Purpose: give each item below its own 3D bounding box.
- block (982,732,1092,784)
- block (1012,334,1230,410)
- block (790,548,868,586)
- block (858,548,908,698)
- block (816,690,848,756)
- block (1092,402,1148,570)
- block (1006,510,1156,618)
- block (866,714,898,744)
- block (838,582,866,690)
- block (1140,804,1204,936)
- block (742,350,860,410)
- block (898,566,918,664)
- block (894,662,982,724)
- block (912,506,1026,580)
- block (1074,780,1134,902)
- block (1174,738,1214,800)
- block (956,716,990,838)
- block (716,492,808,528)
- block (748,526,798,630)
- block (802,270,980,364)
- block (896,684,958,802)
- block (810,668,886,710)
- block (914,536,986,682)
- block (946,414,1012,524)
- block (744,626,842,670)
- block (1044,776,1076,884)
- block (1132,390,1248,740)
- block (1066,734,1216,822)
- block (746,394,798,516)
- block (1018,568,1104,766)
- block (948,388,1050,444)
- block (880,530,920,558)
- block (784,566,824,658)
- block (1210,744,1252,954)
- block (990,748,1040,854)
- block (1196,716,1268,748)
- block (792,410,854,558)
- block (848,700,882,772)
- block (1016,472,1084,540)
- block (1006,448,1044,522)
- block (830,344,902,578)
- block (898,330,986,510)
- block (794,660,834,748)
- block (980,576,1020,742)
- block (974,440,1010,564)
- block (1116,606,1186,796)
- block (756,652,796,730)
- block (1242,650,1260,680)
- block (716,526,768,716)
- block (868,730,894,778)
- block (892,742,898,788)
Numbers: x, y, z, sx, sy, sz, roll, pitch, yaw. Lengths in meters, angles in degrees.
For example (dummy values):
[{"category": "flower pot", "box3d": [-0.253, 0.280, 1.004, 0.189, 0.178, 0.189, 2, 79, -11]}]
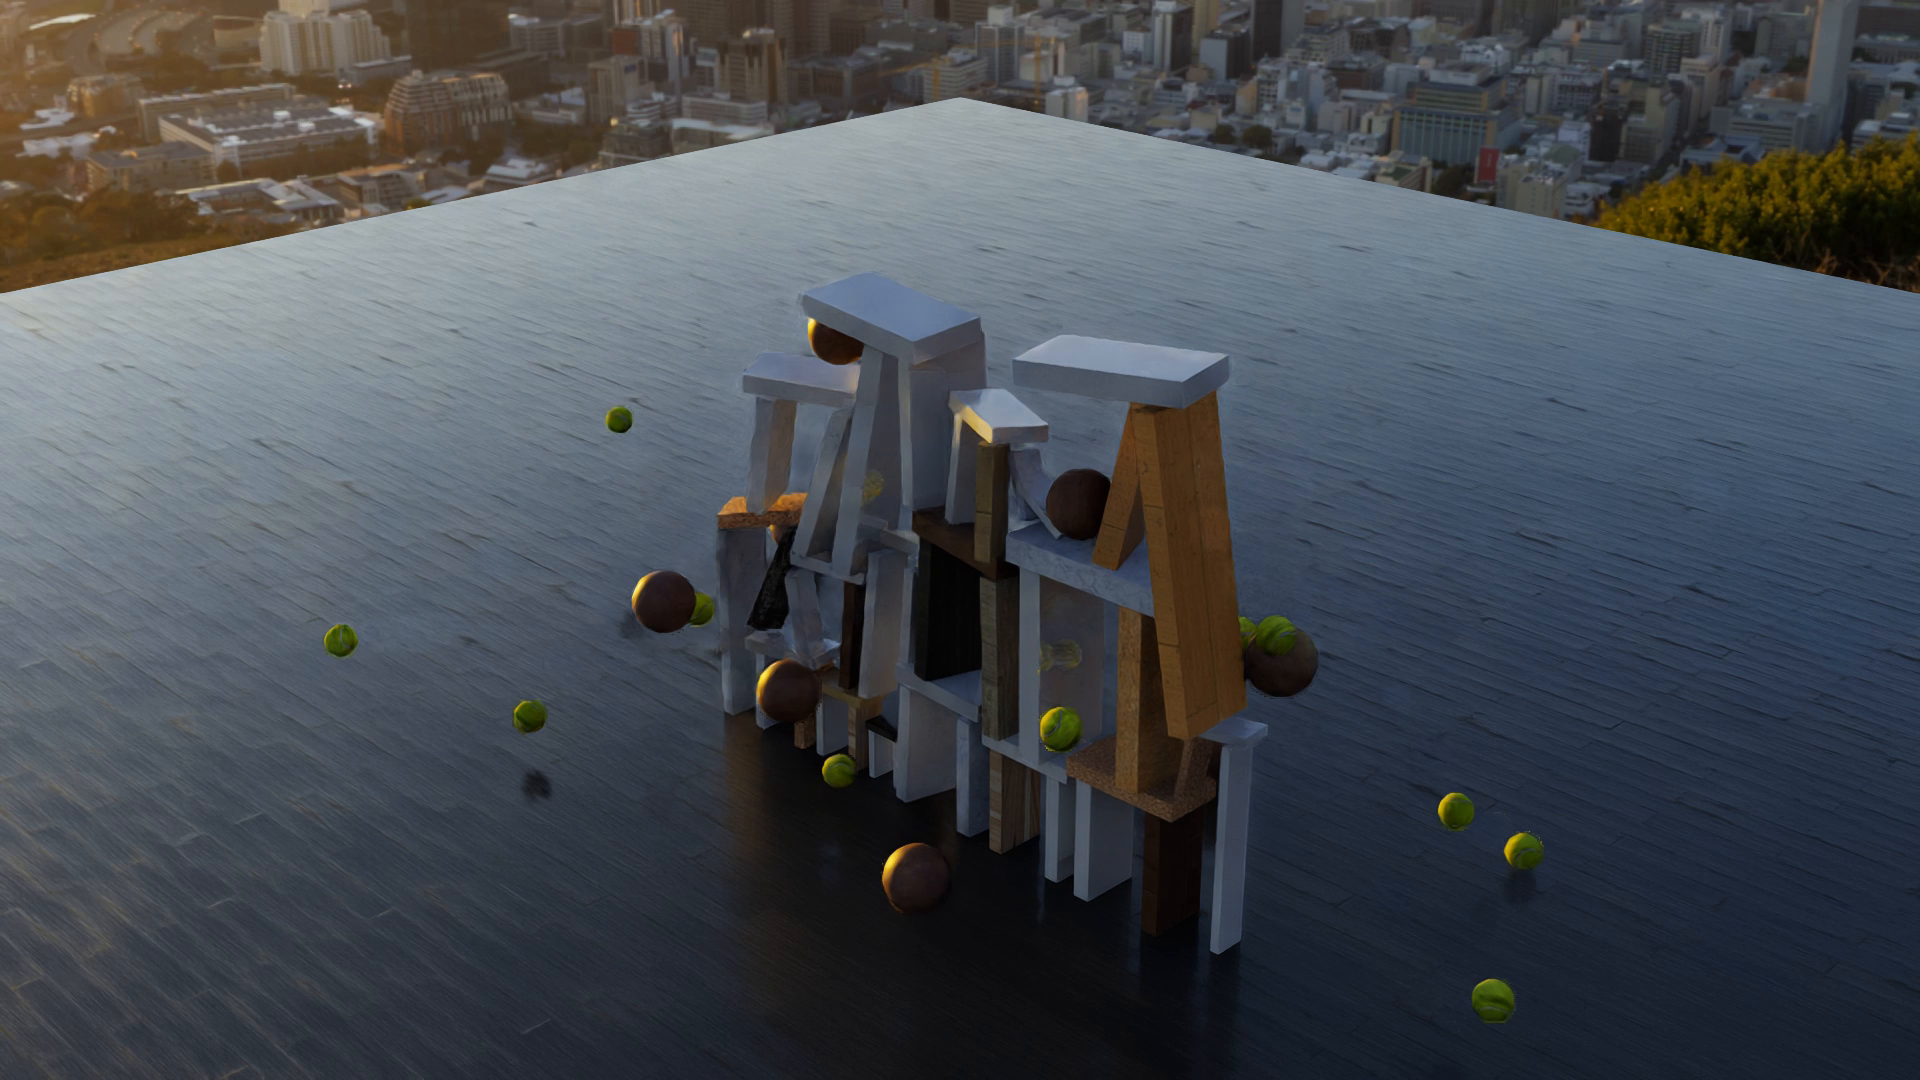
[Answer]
[{"category": "block", "box3d": [0.160, 0.397, 4.214, 0.112, 0.032, 0.223, -21, 31, -40]}, {"category": "block", "box3d": [0.274, -0.290, 3.752, 0.330, 0.047, 0.165, 11, 26, 33]}, {"category": "block", "box3d": [-0.251, 0.051, 4.570, 0.185, 0.026, 0.093, 16, 19, 29]}, {"category": "block", "box3d": [-0.157, 0.170, 4.521, 0.027, 0.306, 0.095, 16, 19, 37]}, {"category": "block", "box3d": [-0.271, 0.377, 4.678, 0.021, 0.150, 0.075, 21, 30, 41]}, {"category": "block", "box3d": [0.313, -0.127, 3.849, 0.047, 0.330, 0.165, 20, 28, 15]}, {"category": "block", "box3d": [0.273, 0.039, 3.949, 0.358, 0.051, 0.179, 21, 31, 40]}, {"category": "block", "box3d": [-0.139, 0.390, 4.542, 0.109, 0.015, 0.054, 21, 31, 41]}, {"category": "block", "box3d": [-0.208, 0.189, 4.573, 0.026, 0.229, 0.093, 13, 18, 30]}, {"category": "block", "box3d": [0.392, 0.591, 4.044, 0.126, 0.252, 0.036, -21, 31, -41]}, {"category": "block", "box3d": [-0.297, -0.328, 4.532, 0.273, 0.039, 0.136, 10, 29, 13]}, {"category": "block", "box3d": [-0.073, 0.146, 4.421, 0.095, 0.190, 0.027, -11, 21, -42]}, {"category": "block", "box3d": [-0.002, 0.289, 4.382, 0.126, 0.036, 0.252, -16, 27, -39]}, {"category": "block", "box3d": [0.049, -0.003, 4.212, 0.148, 0.042, 0.295, -11, 24, -32]}, {"category": "block", "box3d": [0.273, 0.545, 4.153, 0.126, 0.252, 0.036, -21, 31, -41]}, {"category": "block", "box3d": [0.419, 0.396, 3.920, 0.019, 0.131, 0.066, 32, 38, 33]}, {"category": "block", "box3d": [0.052, 0.453, 4.369, 0.126, 0.252, 0.036, -19, 29, -38]}, {"category": "block", "box3d": [-0.394, -0.064, 4.705, 0.226, 0.032, 0.113, -3, 19, 14]}, {"category": "block", "box3d": [-0.375, 0.081, 4.685, 0.032, 0.226, 0.113, 25, 8, 18]}, {"category": "block", "box3d": [-0.134, -0.432, 4.246, 0.167, 0.047, 0.335, -24, 36, -35]}, {"category": "block", "box3d": [-0.065, 0.401, 4.484, 0.126, 0.252, 0.036, -13, 26, -35]}, {"category": "block", "box3d": [-0.234, 0.310, 4.614, 0.150, 0.021, 0.075, 20, 28, 39]}, {"category": "block", "box3d": [-0.011, 0.124, 4.349, 0.148, 0.295, 0.042, -11, 24, -32]}, {"category": "block", "box3d": [0.038, -0.142, 4.199, 0.112, 0.223, 0.032, -6, 27, -24]}, {"category": "block", "box3d": [-0.358, 0.227, 4.707, 0.188, 0.027, 0.094, 14, 26, 30]}, {"category": "block", "box3d": [0.214, 0.535, 4.214, 0.032, 0.223, 0.112, 21, 31, 41]}, {"category": "block", "box3d": [0.399, 0.042, 3.784, 0.047, 0.589, 0.165, 10, 25, 44]}, {"category": "block", "box3d": [0.331, 0.436, 4.041, 0.252, 0.036, 0.126, 21, 31, 40]}, {"category": "block", "box3d": [-0.393, -0.202, 4.622, 0.039, 0.273, 0.136, 17, 32, 13]}, {"category": "block", "box3d": [0.190, 0.210, 4.112, 0.051, 0.391, 0.179, 20, 30, 41]}, {"category": "block", "box3d": [0.071, -0.230, 4.074, 0.112, 0.032, 0.223, -4, 22, -20]}, {"category": "block", "box3d": [-0.065, 0.017, 4.480, 0.095, 0.027, 0.190, 2, 14, -42]}, {"category": "block", "box3d": [-0.327, 0.143, 4.627, 0.026, 0.185, 0.093, 0, 24, 18]}, {"category": "block", "box3d": [0.485, 0.548, 3.933, 0.066, 0.419, 0.019, -21, 31, -41]}, {"category": "block", "box3d": [0.108, 0.494, 4.312, 0.032, 0.223, 0.112, 21, 31, 41]}, {"category": "block", "box3d": [0.467, 0.332, 3.853, 0.131, 0.019, 0.066, 10, 25, 43]}, {"category": "block", "box3d": [-0.253, -0.123, 4.544, 0.039, 0.319, 0.136, 29, 25, 23]}, {"category": "block", "box3d": [-0.199, 0.404, 4.613, 0.021, 0.150, 0.075, 20, 29, 39]}, {"category": "block", "box3d": [0.164, -0.063, 4.009, 0.064, 0.018, 0.129, -21, 66, -41]}, {"category": "block", "box3d": [0.128, -0.102, 4.050, 0.064, 0.129, 0.018, -7, -6, -41]}, {"category": "block", "box3d": [-0.161, -0.198, 4.451, 0.047, 0.533, 0.167, 19, 20, 25]}, {"category": "block", "box3d": [-0.032, -0.237, 4.303, 0.167, 0.335, 0.047, -9, 16, -26]}, {"category": "block", "box3d": [-0.311, 0.344, 4.707, 0.027, 0.188, 0.094, 20, 29, 36]}, {"category": "block", "box3d": [0.108, 0.207, 4.198, 0.148, 0.328, 0.042, -21, 29, -40]}, {"category": "block", "box3d": [0.060, -0.082, 4.044, 0.032, 0.223, 0.112, 8, 21, 16]}, {"category": "block", "box3d": [0.359, 0.261, 3.949, 0.051, 0.358, 0.179, 20, 30, 40]}, {"category": "block", "box3d": [-0.401, 0.310, 4.789, 0.027, 0.188, 0.094, 21, 31, 36]}, {"category": "block", "box3d": [0.498, 0.242, 4.033, 0.064, 0.129, 0.018, -3, 59, -14]}, {"category": "block", "box3d": [-0.471, 0.165, 4.808, 0.032, 0.441, 0.113, 21, 31, 41]}, {"category": "block", "box3d": [-0.164, 0.438, 4.590, 0.015, 0.109, 0.054, 21, 31, 41]}, {"category": "block", "box3d": [-0.113, 0.458, 4.543, 0.015, 0.109, 0.054, 21, 31, 41]}]
